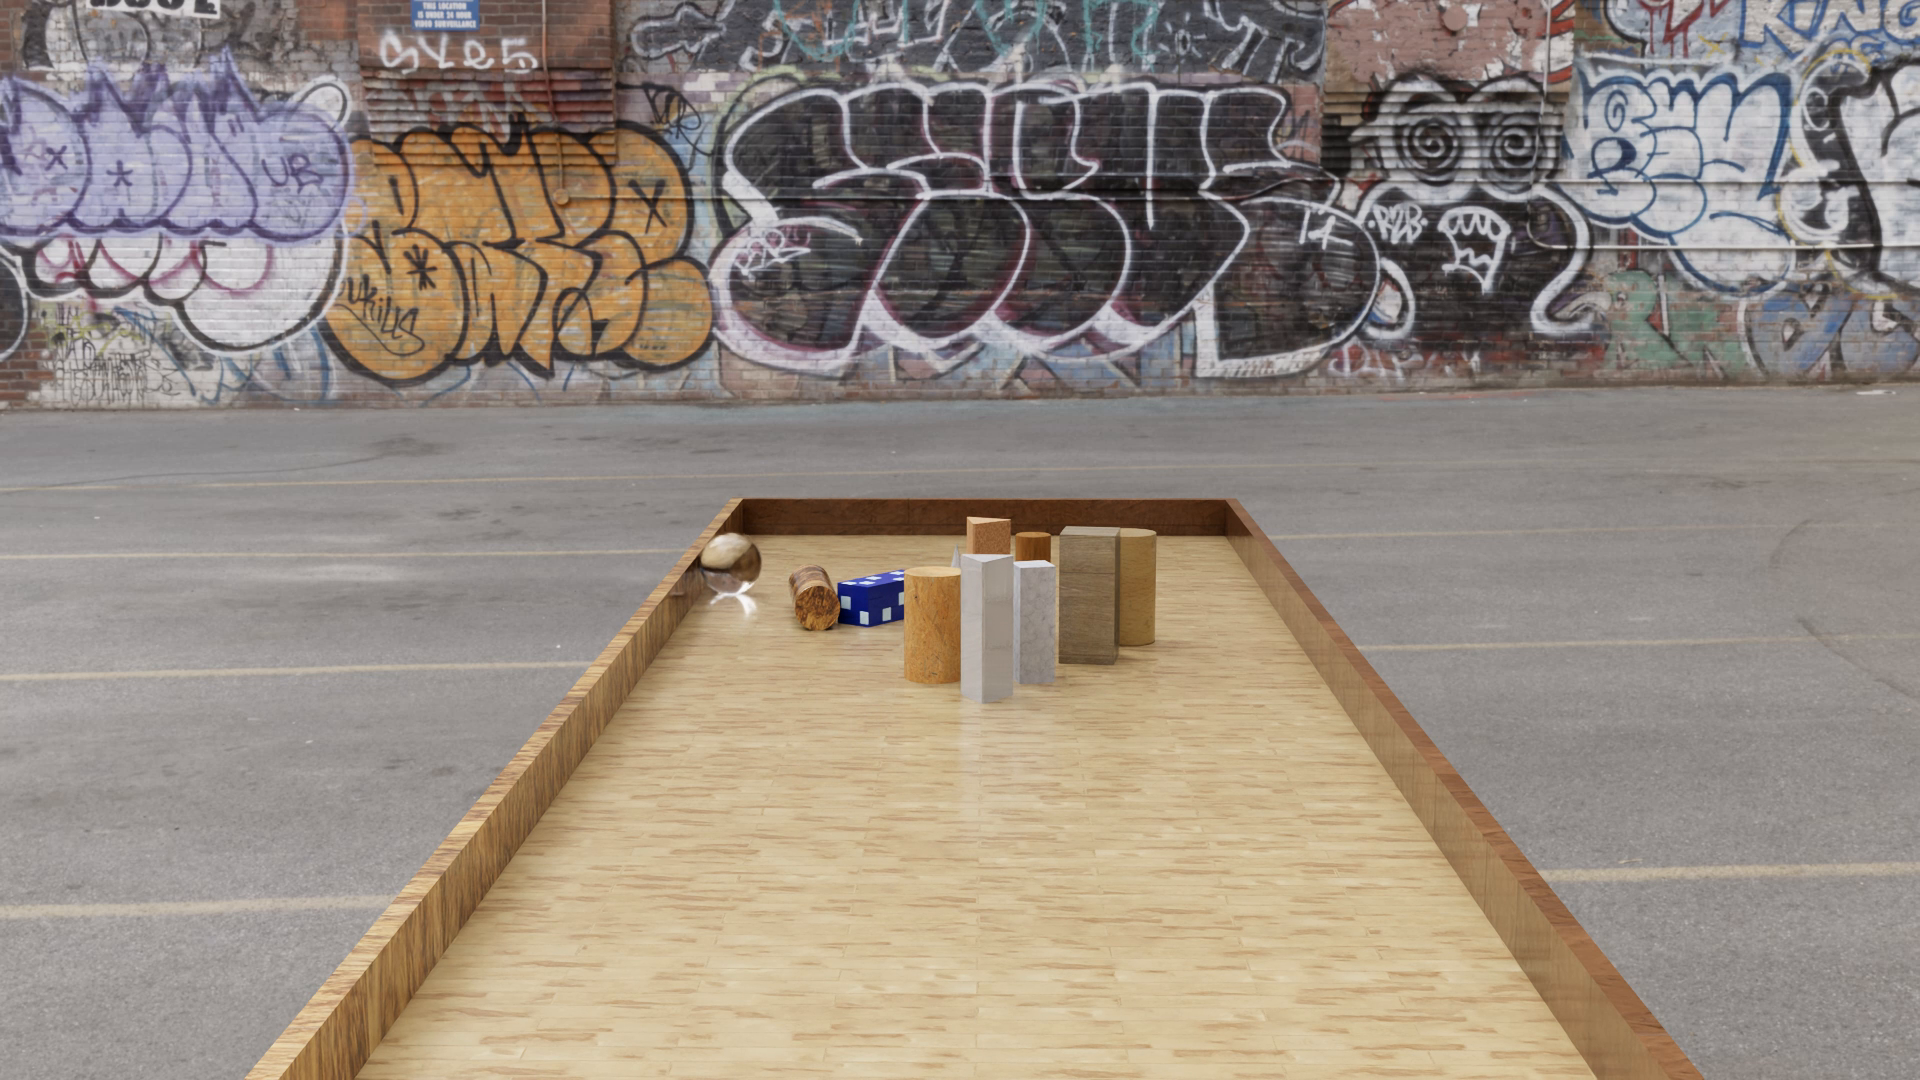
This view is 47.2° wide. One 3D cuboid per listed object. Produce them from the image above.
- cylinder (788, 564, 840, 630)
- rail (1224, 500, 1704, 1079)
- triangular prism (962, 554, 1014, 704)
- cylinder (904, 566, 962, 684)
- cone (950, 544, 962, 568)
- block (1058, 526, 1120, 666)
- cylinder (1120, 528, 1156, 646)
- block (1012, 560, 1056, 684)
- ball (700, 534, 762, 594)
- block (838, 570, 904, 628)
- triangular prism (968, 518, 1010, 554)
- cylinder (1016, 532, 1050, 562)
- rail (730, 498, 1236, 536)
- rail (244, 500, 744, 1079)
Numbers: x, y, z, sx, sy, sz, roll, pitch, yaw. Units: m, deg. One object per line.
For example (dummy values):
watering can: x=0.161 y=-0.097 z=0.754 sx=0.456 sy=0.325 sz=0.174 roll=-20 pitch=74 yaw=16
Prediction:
cylinder: x=-0.490 y=0.188 z=7.352 sx=0.148 sy=0.148 sz=0.429 roll=-1 pitch=9 yaw=-7
rail: x=1.046 y=0.843 z=3.208 sx=0.050 sy=0.150 sz=12.000 roll=0 pitch=9 yaw=1
triangular prism: x=0.056 y=0.244 z=6.186 sx=0.126 sy=0.402 sz=0.146 roll=6 pitch=11 yaw=35
cylinder: x=-0.074 y=0.247 z=6.443 sx=0.180 sy=0.315 sz=0.180 roll=0 pitch=9 yaw=0
cone: x=-0.011 y=0.163 z=6.973 sx=0.145 sy=0.316 sz=0.145 roll=0 pitch=9 yaw=0
block: x=0.395 y=0.168 z=6.691 sx=0.168 sy=0.395 sz=0.168 roll=2 pitch=9 yaw=9
cylinder: x=0.530 y=0.148 z=6.960 sx=0.178 sy=0.348 sz=0.178 roll=0 pitch=9 yaw=0
block: x=0.211 y=0.239 z=6.408 sx=0.106 sy=0.343 sz=0.106 roll=-2 pitch=9 yaw=-15
ball: x=-0.812 y=0.085 z=7.789 sx=0.215 sy=0.215 sz=0.215 roll=0 pitch=9 yaw=0
block: x=-0.250 y=0.194 z=7.359 sx=0.134 sy=0.134 sz=0.329 roll=7 pitch=11 yaw=38
triangular prism: x=0.061 y=0.148 z=6.715 sx=0.141 sy=0.426 sz=0.122 roll=-7 pitch=11 yaw=-37
cylinder: x=0.231 y=0.152 z=6.956 sx=0.112 sy=0.342 sz=0.112 roll=0 pitch=9 yaw=0
rail: x=0.099 y=-0.098 z=9.147 sx=2.100 sy=0.150 sz=0.050 roll=0 pitch=9 yaw=1
rail: x=-1.004 y=0.839 z=3.234 sx=0.050 sy=0.150 sz=12.000 roll=0 pitch=9 yaw=1
